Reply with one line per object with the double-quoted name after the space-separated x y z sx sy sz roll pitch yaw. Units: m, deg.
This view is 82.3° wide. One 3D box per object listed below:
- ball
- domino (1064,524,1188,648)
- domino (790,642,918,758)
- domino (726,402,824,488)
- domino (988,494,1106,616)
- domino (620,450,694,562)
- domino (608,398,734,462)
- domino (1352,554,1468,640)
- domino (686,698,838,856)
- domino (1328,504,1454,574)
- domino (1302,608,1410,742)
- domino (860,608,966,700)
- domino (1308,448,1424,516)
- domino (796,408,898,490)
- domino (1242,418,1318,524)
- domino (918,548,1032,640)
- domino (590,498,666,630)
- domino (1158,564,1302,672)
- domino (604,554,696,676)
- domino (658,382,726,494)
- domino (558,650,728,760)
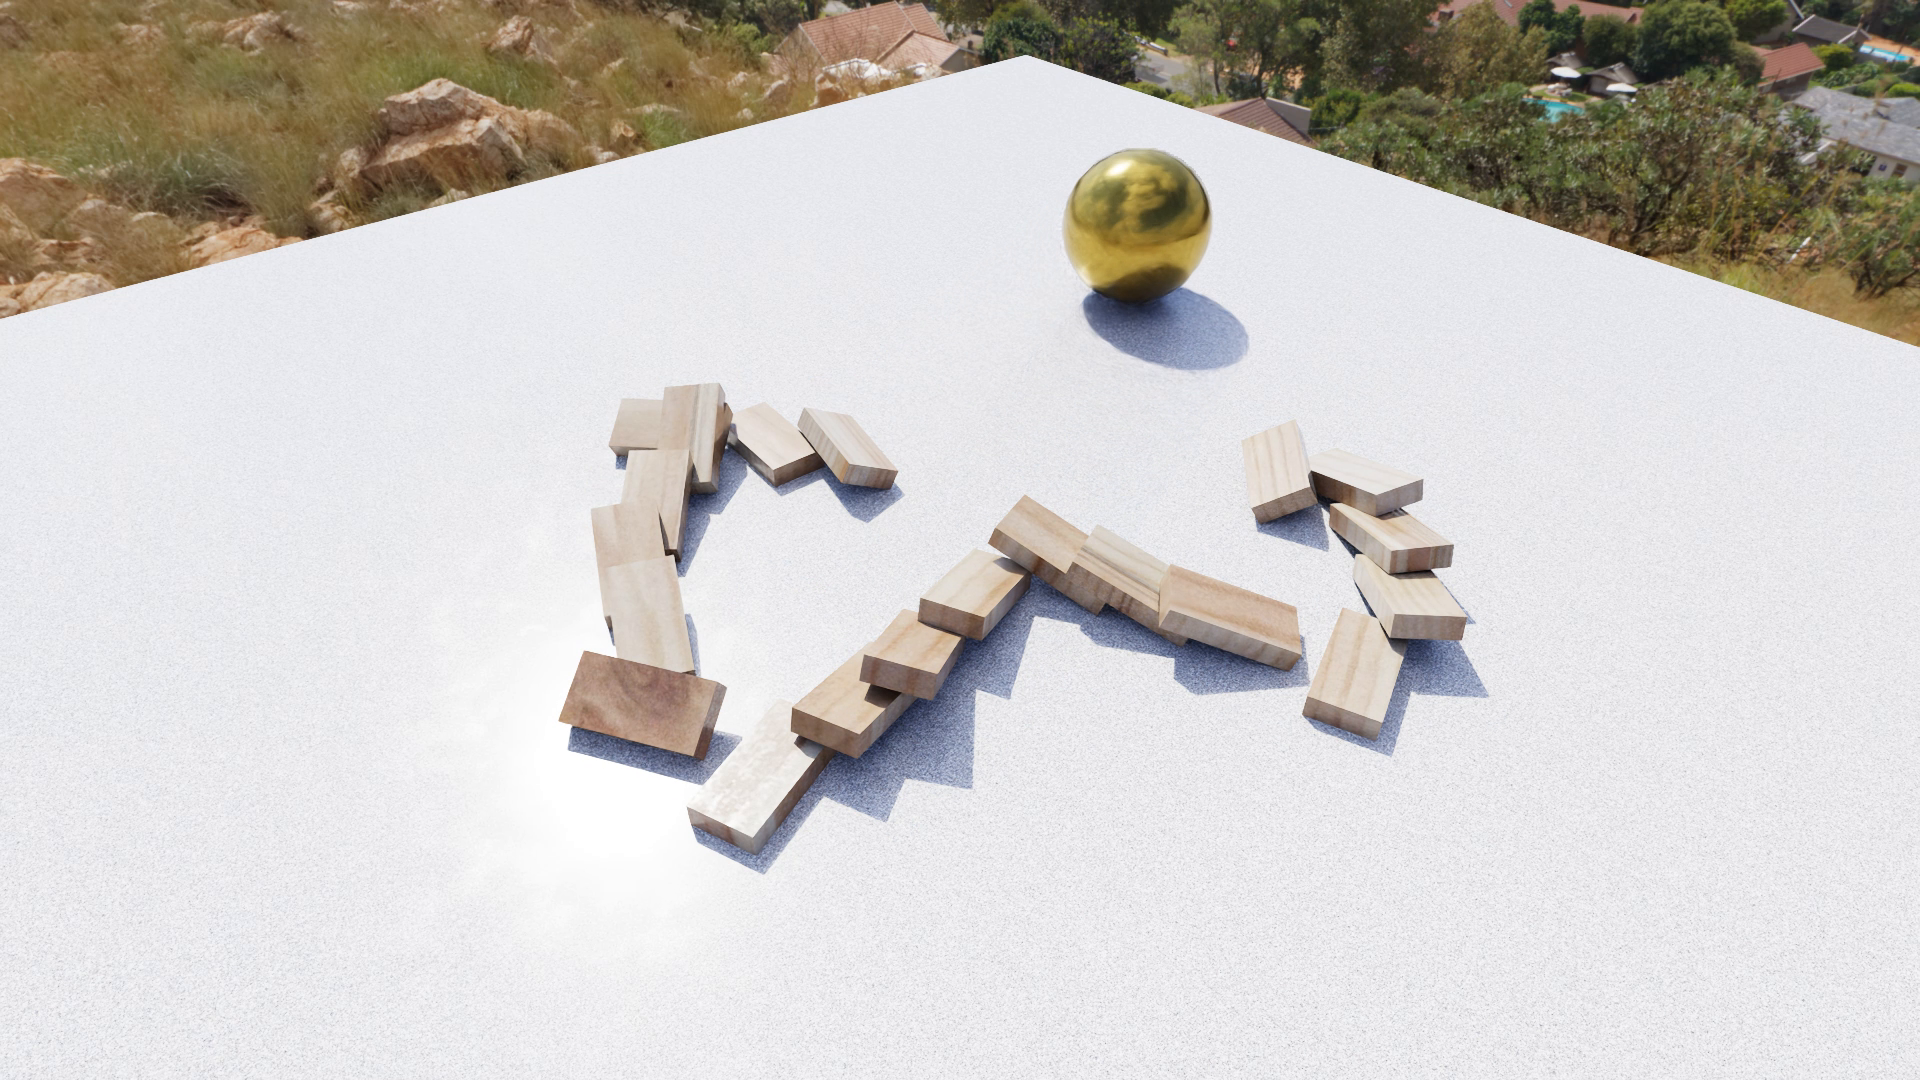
0.095 -0.169 0.594 0.080 0.080 0.080 0 39 0 "ball"
0.067 0.017 0.411 0.050 0.010 0.025 31 46 8 "domino"
-0.032 0.052 0.369 0.025 0.009 0.050 18 27 20 "domino"
-0.086 -0.044 0.497 0.025 0.010 0.050 -26 46 -28 "domino"
0.039 0.005 0.424 0.050 0.009 0.025 33 45 9 "domino"
-0.125 -0.014 0.450 0.025 0.010 0.050 -1 56 -2 "domino"
-0.130 -0.050 0.494 0.050 0.009 0.025 4 65 9 "domino"
0.166 0.021 0.408 0.025 0.009 0.050 2 24 3 "domino"
-0.061 0.075 0.352 0.025 0.009 0.050 18 43 21 "domino"
0.169 -0.002 0.435 0.025 0.010 0.050 -6 23 -7 "domino"
0.140 0.046 0.387 0.025 0.010 0.050 19 43 22 "domino"
-0.015 0.038 0.379 0.025 0.010 0.050 14 16 9 "domino"
0.166 -0.025 0.463 0.025 0.010 0.050 -17 25 -20 "domino"
-0.050 -0.041 0.485 0.025 0.009 0.050 6 30 -38 "domino"
0.136 -0.030 0.471 0.025 0.009 0.050 -22 33 24 "domino"
0.007 0.019 0.409 0.025 0.009 0.050 16 26 19 "domino"
-0.126 0.008 0.422 0.025 0.010 0.050 -11 57 -13 "domino"
0.097 0.028 0.398 0.050 0.010 0.025 19 40 -4 "domino"
-0.112 0.030 0.396 0.025 0.009 0.050 -11 56 -13 "domino"
-0.117 -0.044 0.479 0.025 0.009 0.050 -4 64 5 "domino"
-0.106 0.055 0.367 0.050 0.009 0.025 11 73 13 "domino"
